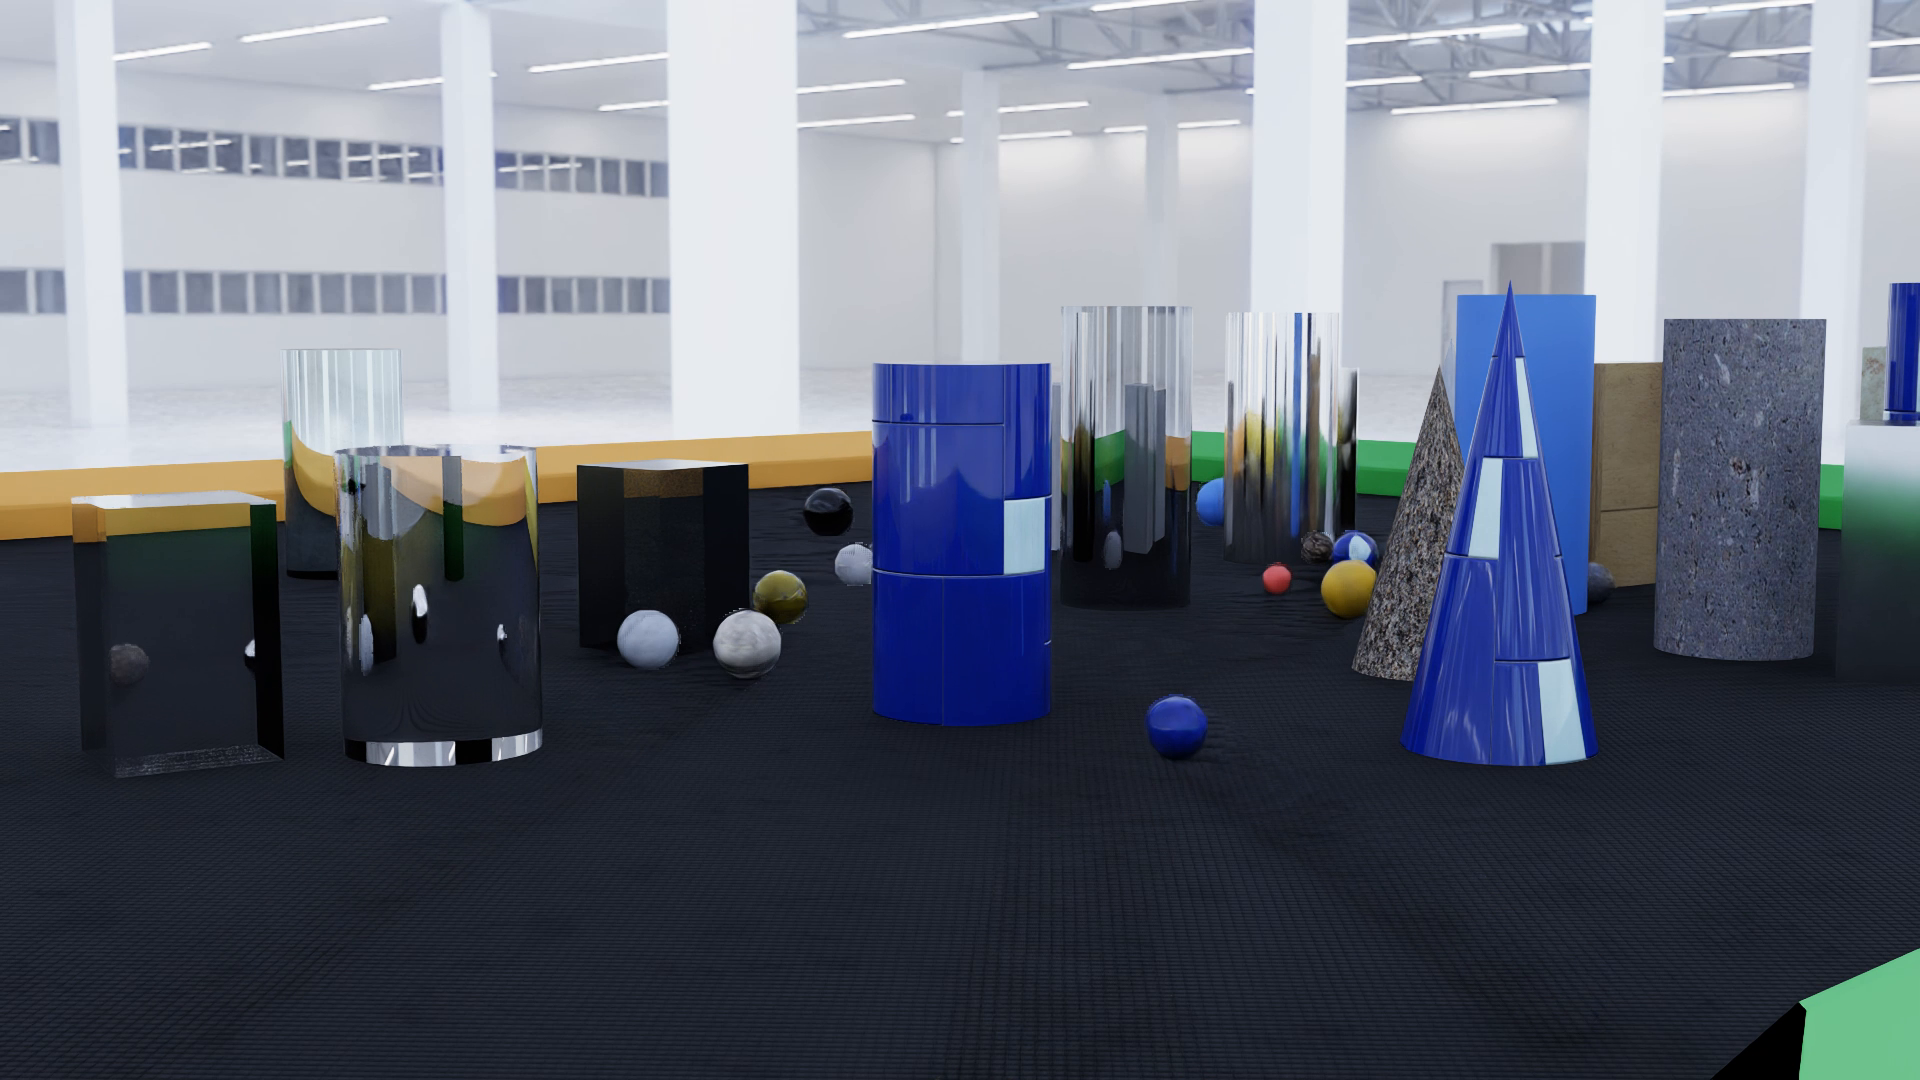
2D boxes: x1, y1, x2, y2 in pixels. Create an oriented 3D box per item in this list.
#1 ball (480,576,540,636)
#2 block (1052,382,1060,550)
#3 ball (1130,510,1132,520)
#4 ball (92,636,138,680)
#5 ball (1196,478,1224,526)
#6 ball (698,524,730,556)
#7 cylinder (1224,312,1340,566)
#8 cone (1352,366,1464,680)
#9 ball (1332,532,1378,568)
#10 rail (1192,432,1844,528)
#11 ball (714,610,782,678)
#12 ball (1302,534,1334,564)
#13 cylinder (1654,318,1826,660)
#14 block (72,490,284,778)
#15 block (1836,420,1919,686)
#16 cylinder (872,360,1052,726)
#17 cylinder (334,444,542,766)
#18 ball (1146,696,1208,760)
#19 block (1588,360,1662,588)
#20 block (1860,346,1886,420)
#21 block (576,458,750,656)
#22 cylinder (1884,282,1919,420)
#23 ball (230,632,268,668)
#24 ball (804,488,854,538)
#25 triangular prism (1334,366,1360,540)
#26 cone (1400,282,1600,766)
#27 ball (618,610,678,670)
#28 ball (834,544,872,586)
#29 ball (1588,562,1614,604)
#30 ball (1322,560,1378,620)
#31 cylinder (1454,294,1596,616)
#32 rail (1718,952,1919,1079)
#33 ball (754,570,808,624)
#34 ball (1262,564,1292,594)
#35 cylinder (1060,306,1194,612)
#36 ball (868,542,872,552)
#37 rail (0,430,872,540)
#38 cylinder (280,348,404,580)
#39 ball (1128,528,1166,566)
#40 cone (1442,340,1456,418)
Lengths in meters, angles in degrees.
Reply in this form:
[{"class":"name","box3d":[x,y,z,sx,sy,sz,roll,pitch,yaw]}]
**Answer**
[{"class":"ball","box3d":[-0.619,0.091,3.031,0.081,0.081,0.081,0,6,0]},{"class":"block","box3d":[0.215,-0.144,4.196,0.160,0.308,0.160,-3,7,-26]},{"class":"ball","box3d":[0.293,-0.049,4.332,0.090,0.090,0.090,0,6,0]},{"class":"ball","box3d":[-1.026,0.143,2.668,0.052,0.052,0.052,0,6,0]},{"class":"ball","box3d":[0.538,-0.077,4.552,0.100,0.100,0.100,0,6,0]},{"class":"ball","box3d":[-0.450,0.000,4.008,0.058,0.058,0.058,0,6,0]},{"class":"cylinder","box3d":[0.574,-0.185,3.936,0.200,0.442,0.200,0,6,0]},{"class":"cone","box3d":[0.590,-0.028,2.726,0.200,0.380,0.200,0,6,0]},{"class":"ball","box3d":[0.663,0.024,3.689,0.077,0.077,0.077,0,6,0]},{"class":"rail","box3d":[1.544,-0.114,4.749,0.045,0.130,3.958,-5,8,-42]},{"class":"ball","box3d":[-0.258,0.127,2.673,0.083,0.083,0.083,0,6,0]},{"class":"ball","box3d":[0.625,0.015,3.840,0.054,0.054,0.054,0,6,0]},{"class":"cylinder","box3d":[1.022,-0.072,2.887,0.200,0.434,0.200,0,6,0]},{"class":"block","box3d":[-0.783,0.088,2.199,0.160,0.259,0.160,-4,7,-32]},{"class":"block","box3d":[1.165,0.012,2.687,0.160,0.309,0.160,3,6,24]},{"class":"cylinder","box3d":[0.002,-0.003,2.447,0.200,0.388,0.200,0,6,0]},{"class":"cylinder","box3d":[-0.530,0.060,2.241,0.200,0.305,0.200,0,6,0]},{"class":"ball","box3d":[0.216,0.187,2.193,0.062,0.062,0.062,0,6,0]},{"class":"block","box3d":[1.048,-0.113,3.626,0.160,0.362,0.160,-4,7,-34]},{"class":"block","box3d":[1.551,-0.118,3.555,0.160,0.387,0.160,4,7,32]},{"class":"block","box3d":[-0.394,0.020,2.927,0.160,0.243,0.160,5,8,39]},{"class":"cylinder","box3d":[1.422,-0.123,3.136,0.200,0.484,0.200,0,6,0]},{"class":"ball","box3d":[-0.891,0.137,2.754,0.046,0.046,0.046,0,6,0]},{"class":"ball","box3d":[-0.259,-0.055,4.342,0.099,0.099,0.099,0,6,0]},{"class":"triangular prism","box3d":[0.686,-0.175,4.349,0.173,0.336,0.150,0,6,0]},{"class":"cone","box3d":[0.553,-0.025,2.236,0.200,0.477,0.200,0,6,0]},{"class":"ball","box3d":[-0.389,0.124,2.738,0.076,0.076,0.076,0,6,0]},{"class":"ball","box3d":[-0.170,0.041,3.574,0.068,0.068,0.068,0,6,0]},{"class":"ball","box3d":[0.964,0.066,3.350,0.064,0.064,0.064,0,6,0]},{"class":"ball","box3d":[0.568,0.071,3.190,0.087,0.087,0.087,0,6,0]},{"class":"cylinder","box3d":[0.839,-0.130,3.283,0.200,0.468,0.200,0,6,0]},{"class":"rail","box3d":[1.326,0.183,1.902,4.249,0.130,0.045,-5,8,-42]},{"class":"ball","box3d":[-0.256,0.082,3.134,0.077,0.077,0.077,0,6,0]},{"class":"ball","box3d":[0.500,0.063,3.466,0.047,0.047,0.047,0,6,0]},{"class":"cylinder","box3d":[0.253,-0.129,3.350,0.200,0.452,0.200,0,6,0]},{"class":"ball","box3d":[-0.144,0.018,3.924,0.040,0.040,0.040,0,6,0]},{"class":"rail","box3d":[-1.326,-0.115,4.761,4.249,0.130,0.045,-5,8,-42]},{"class":"cylinder","box3d":[-1.045,-0.133,3.733,0.200,0.380,0.200,0,6,0]},{"class":"ball","box3d":[0.327,0.013,3.845,0.067,0.067,0.067,0,6,0]},{"class":"cone","box3d":[0.888,-0.169,3.992,0.200,0.399,0.200,0,6,0]}]
